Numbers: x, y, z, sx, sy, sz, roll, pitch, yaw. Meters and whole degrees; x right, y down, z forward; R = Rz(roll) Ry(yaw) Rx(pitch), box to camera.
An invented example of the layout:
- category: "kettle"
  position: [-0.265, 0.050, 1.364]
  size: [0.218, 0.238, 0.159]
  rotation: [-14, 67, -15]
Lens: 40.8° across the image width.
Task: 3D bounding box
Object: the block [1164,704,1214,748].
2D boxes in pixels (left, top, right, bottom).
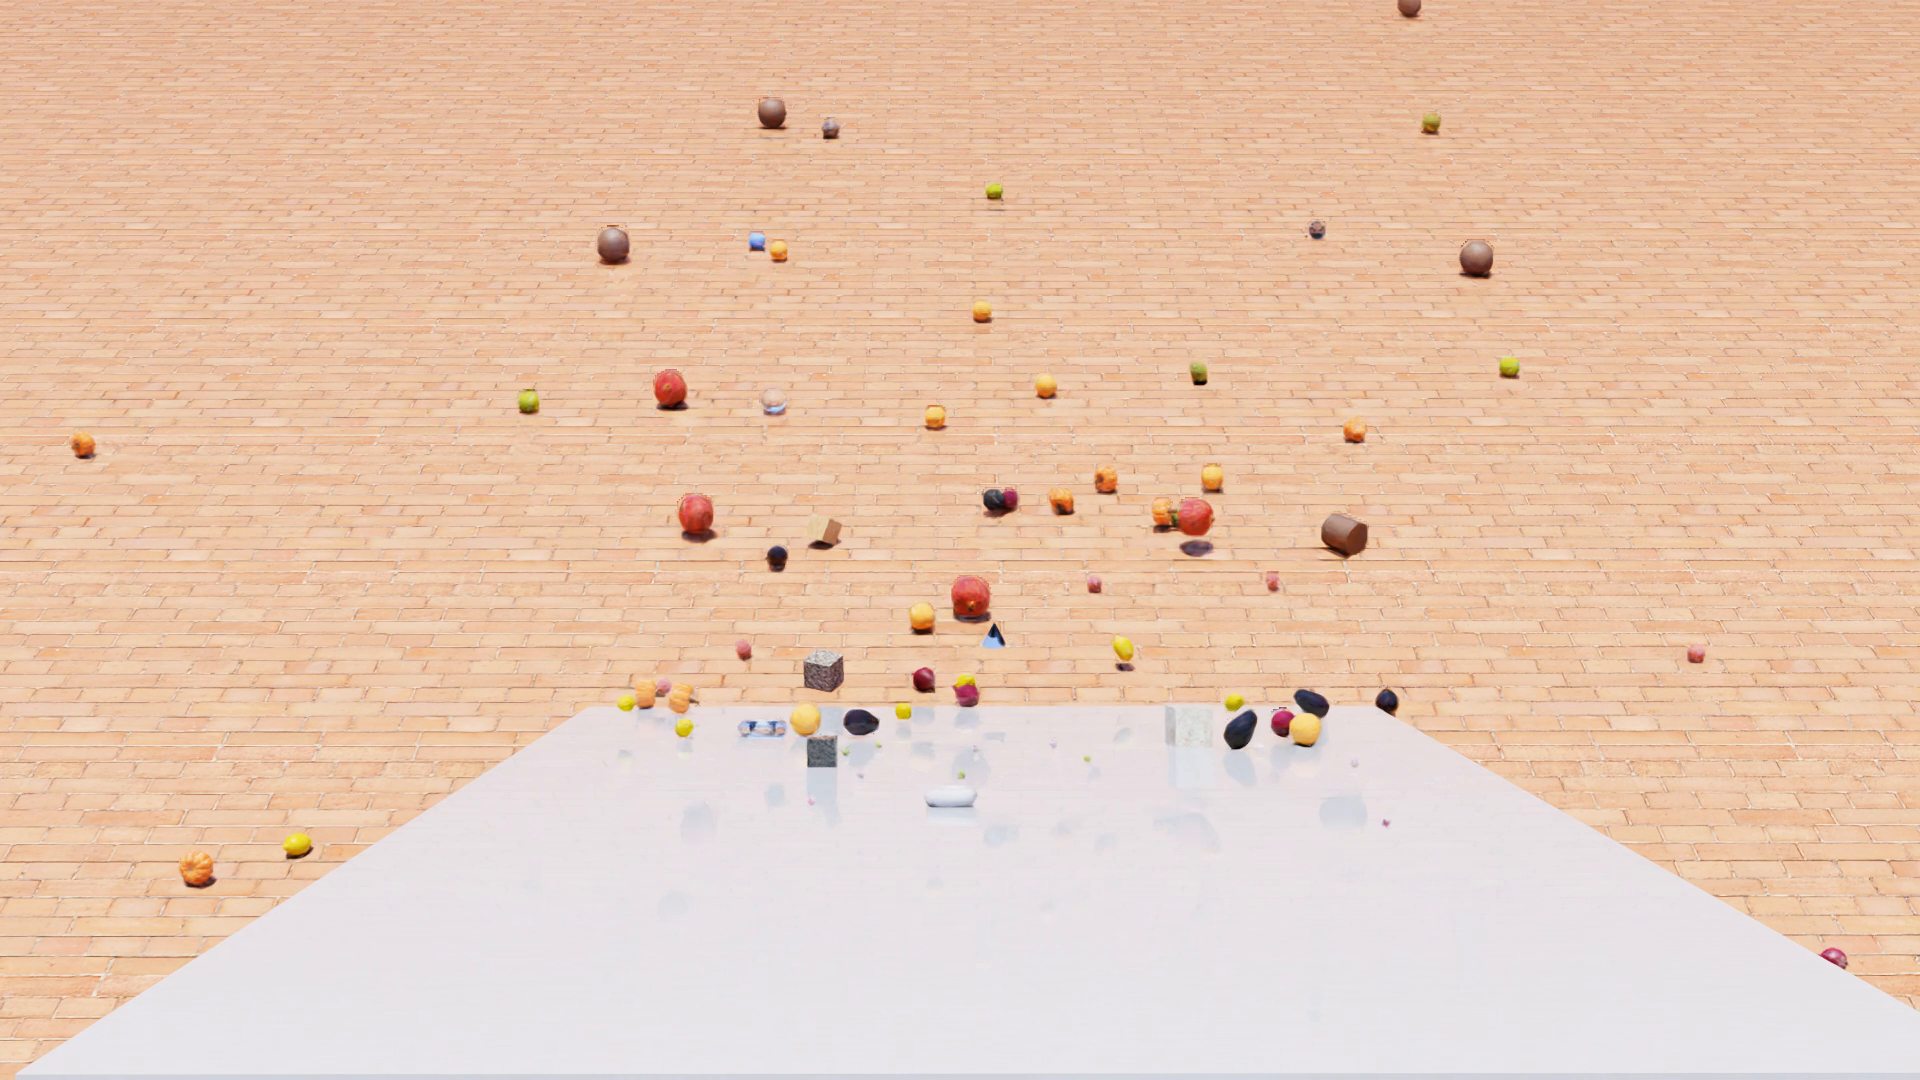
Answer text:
- category: "block"
  position: [0.499, 0.406, 5.623]
  size: [0.084, 0.084, 0.084]
  rotation: [0, 2, -12]

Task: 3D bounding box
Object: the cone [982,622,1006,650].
- category: "cone"
  position: [0.094, 0.253, 7.051]
  size: [0.067, 0.067, 0.067]
  rotation: [0, 26, 0]

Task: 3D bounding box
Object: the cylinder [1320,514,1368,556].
- category: "cylinder"
  position: [1.129, -0.017, 7.577]
  size: [0.099, 0.099, 0.099]
  rotation: [-21, 32, -37]

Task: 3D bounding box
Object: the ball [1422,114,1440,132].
- category: "ball"
  position: [2.086, -1.844, 11.412]
  size: [0.084, 0.084, 0.084]
  rotation: [0, 26, 0]

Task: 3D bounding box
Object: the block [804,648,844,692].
- category: "block"
  position: [-0.362, 0.346, 6.843]
  size: [0.079, 0.079, 0.079]
  rotation: [12, 28, 23]

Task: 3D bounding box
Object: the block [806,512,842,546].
- category: "block"
  position: [-0.402, -0.032, 7.615]
  size: [0.068, 0.068, 0.068]
  rotation: [20, -1, 36]

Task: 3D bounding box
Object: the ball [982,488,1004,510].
- category: "ball"
  position: [0.102, -0.123, 7.803]
  size: [0.068, 0.068, 0.068]
  rotation: [0, 26, 0]

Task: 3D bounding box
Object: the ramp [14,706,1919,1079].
- category: "ramp"
  position: [0.058, 0.527, 4.564]
  size: [2.000, 0.100, 4.000]
  rotation: [0, 2, 0]

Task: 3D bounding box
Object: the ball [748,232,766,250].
- category: "ball"
  position: [-0.788, -1.159, 10.004]
  size: [0.065, 0.065, 0.065]
  rotation: [0, 26, 0]

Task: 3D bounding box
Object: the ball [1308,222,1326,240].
- category: "ball"
  position: [1.402, -1.215, 10.115]
  size: [0.070, 0.070, 0.070]
  rotation: [0, 26, 0]

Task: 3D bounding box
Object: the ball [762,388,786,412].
- category: "ball"
  position: [-0.615, -0.462, 8.526]
  size: [0.084, 0.084, 0.084]
  rotation: [0, 26, 0]

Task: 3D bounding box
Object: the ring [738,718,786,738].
- category: "ring"
  position: [-0.447, 0.425, 5.835]
  size: [0.111, 0.037, 0.111]
  rotation: [1, 0, 0]

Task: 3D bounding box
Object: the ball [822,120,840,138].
- category: "ball"
  position: [-0.569, -1.809, 11.347]
  size: [0.077, 0.077, 0.077]
  rotation: [0, 26, 0]

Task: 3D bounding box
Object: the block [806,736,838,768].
- category: "block"
  position: [-0.279, 0.429, 5.226]
  size: [0.060, 0.060, 0.060]
  rotation: [0, 2, 1]

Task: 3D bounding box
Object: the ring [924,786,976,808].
- category: "ring"
  position: [-0.017, 0.460, 4.624]
  size: [0.094, 0.031, 0.094]
  rotation: [-1, 2, 0]
